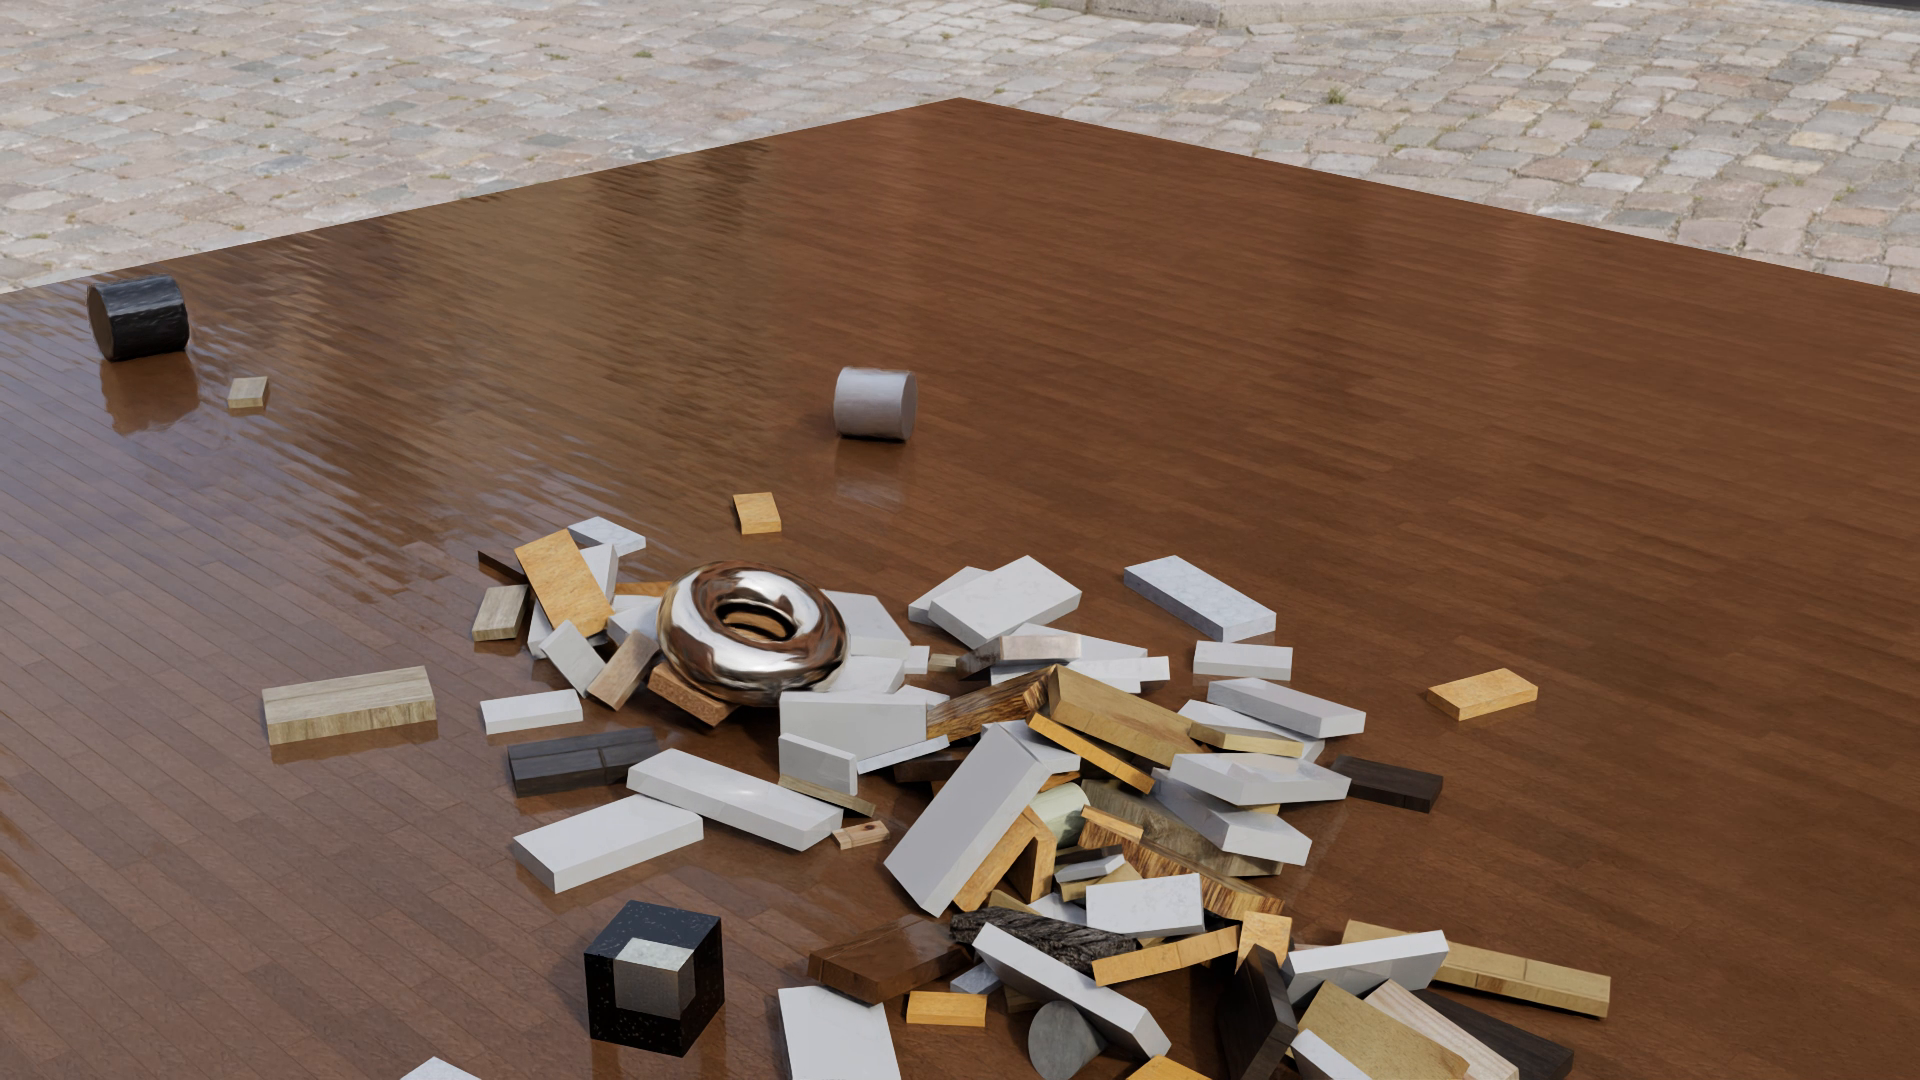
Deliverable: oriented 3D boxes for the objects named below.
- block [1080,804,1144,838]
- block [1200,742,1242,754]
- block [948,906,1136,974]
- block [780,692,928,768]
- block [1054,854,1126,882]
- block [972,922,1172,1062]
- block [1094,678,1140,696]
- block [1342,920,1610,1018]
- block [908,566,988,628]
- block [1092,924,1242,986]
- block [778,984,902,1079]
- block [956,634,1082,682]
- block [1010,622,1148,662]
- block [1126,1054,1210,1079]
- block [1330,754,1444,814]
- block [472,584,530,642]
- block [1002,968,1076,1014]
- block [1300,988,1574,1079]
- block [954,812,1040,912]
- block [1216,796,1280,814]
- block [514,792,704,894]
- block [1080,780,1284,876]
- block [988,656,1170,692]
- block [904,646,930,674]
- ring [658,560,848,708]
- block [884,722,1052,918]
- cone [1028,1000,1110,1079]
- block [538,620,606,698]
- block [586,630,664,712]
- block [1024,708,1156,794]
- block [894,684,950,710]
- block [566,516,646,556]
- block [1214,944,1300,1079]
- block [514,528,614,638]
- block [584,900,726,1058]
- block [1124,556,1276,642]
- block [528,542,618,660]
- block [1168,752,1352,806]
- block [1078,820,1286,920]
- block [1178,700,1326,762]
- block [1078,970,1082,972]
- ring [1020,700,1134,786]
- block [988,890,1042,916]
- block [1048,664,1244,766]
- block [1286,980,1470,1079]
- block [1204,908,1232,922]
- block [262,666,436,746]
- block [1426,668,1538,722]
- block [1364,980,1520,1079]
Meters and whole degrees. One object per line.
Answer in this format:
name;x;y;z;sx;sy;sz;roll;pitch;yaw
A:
block;0.292;0.539;4.219;0.121;0.017;0.060;21;1;3
block;0.545;0.442;4.482;0.104;0.015;0.052;17;22;-24
block;0.146;0.707;3.907;0.297;0.042;0.148;7;3;33
block;-0.223;0.400;4.622;0.305;0.153;0.043;1;23;3
block;0.240;0.606;4.061;0.121;0.017;0.060;-17;4;40
block;0.188;0.767;3.709;0.332;0.166;0.047;23;69;33
block;0.288;0.332;4.768;0.108;0.031;0.217;2;-13;-27
block;0.909;0.756;3.888;0.463;0.029;0.104;10;17;15
block;0.006;0.143;5.374;0.138;0.039;0.275;13;26;28
block;0.360;0.706;3.748;0.148;0.042;0.408;-17;-11;19
block;-0.199;0.863;3.663;0.173;0.049;0.361;-4;23;-9
block;0.124;0.260;4.826;0.179;0.051;0.358;-1;-10;-15
block;0.256;0.270;5.067;0.313;0.044;0.157;12;26;25
block;0.401;0.938;3.490;0.332;0.047;0.166;18;29;37
block;0.874;0.502;4.537;0.221;0.031;0.110;11;25;23
block;-1.099;0.173;5.274;0.101;0.029;0.203;-6;29;3
block;0.145;0.786;3.848;0.135;0.019;0.068;-8;37;-4
block;0.797;0.830;3.753;0.468;0.040;0.139;18;29;36
block;0.051;0.592;4.129;0.029;0.206;0.103;38;0;-39
block;0.527;0.486;4.335;0.104;0.029;0.208;11;8;-33
block;-0.689;0.586;4.320;0.329;0.047;0.165;-17;28;-35
block;0.430;0.559;4.296;0.384;0.051;0.179;22;9;41
block;0.258;0.306;4.835;0.385;0.051;0.179;-4;-11;-1
block;-0.102;0.277;5.087;0.057;0.016;0.114;1;23;2
ring;-0.453;0.203;4.825;0.430;0.143;0.430;13;33;-9
block;0.013;0.526;4.156;0.049;0.346;0.173;38;1;-34
cone;0.208;0.845;3.694;0.133;0.133;0.133;16;8;-43
block;-0.855;0.265;4.889;0.087;0.174;0.025;-46;41;-16
block;-0.745;0.290;4.900;0.087;0.025;0.174;27;72;31
block;0.257;0.418;4.367;0.271;0.031;0.108;30;0;-2
block;-0.086;0.354;4.907;0.114;0.016;0.057;12;26;27
block;-0.924;-0.008;5.743;0.202;0.029;0.101;21;31;40
block;0.490;0.797;3.657;0.040;0.139;0.279;27;14;-7
block;-0.940;0.108;5.226;0.138;0.039;0.471;-23;31;-13
block;-0.522;0.750;3.771;0.173;0.173;0.173;8;24;17
block;0.581;0.142;5.368;0.157;0.044;0.408;-13;26;-28
block;-0.920;0.142;5.249;0.176;0.050;0.381;-13;30;3
block;0.598;0.468;4.335;0.155;0.044;0.493;21;7;33
block;0.413;0.623;4.124;0.358;0.051;0.179;22;2;41
block;0.607;0.425;4.704;0.310;0.044;0.155;12;26;25
block;0.159;0.771;3.922;0.116;0.016;0.058;-20;30;-39
ring;0.220;0.414;4.583;0.306;0.102;0.306;-1;23;0
block;0.098;0.694;4.049;0.116;0.058;0.016;23;11;42
block;0.392;0.391;4.510;0.442;0.047;0.165;23;21;-10
block;0.678;0.848;3.601;0.282;0.040;0.141;24;76;44
block;0.437;0.675;4.098;0.135;0.019;0.067;20;-6;39
block;-1.346;0.362;4.844;0.353;0.050;0.176;-8;24;-18
block;1.166;0.344;4.910;0.220;0.031;0.110;-12;26;-25
block;0.766;0.850;3.633;0.141;0.040;0.282;-32;39;-24
